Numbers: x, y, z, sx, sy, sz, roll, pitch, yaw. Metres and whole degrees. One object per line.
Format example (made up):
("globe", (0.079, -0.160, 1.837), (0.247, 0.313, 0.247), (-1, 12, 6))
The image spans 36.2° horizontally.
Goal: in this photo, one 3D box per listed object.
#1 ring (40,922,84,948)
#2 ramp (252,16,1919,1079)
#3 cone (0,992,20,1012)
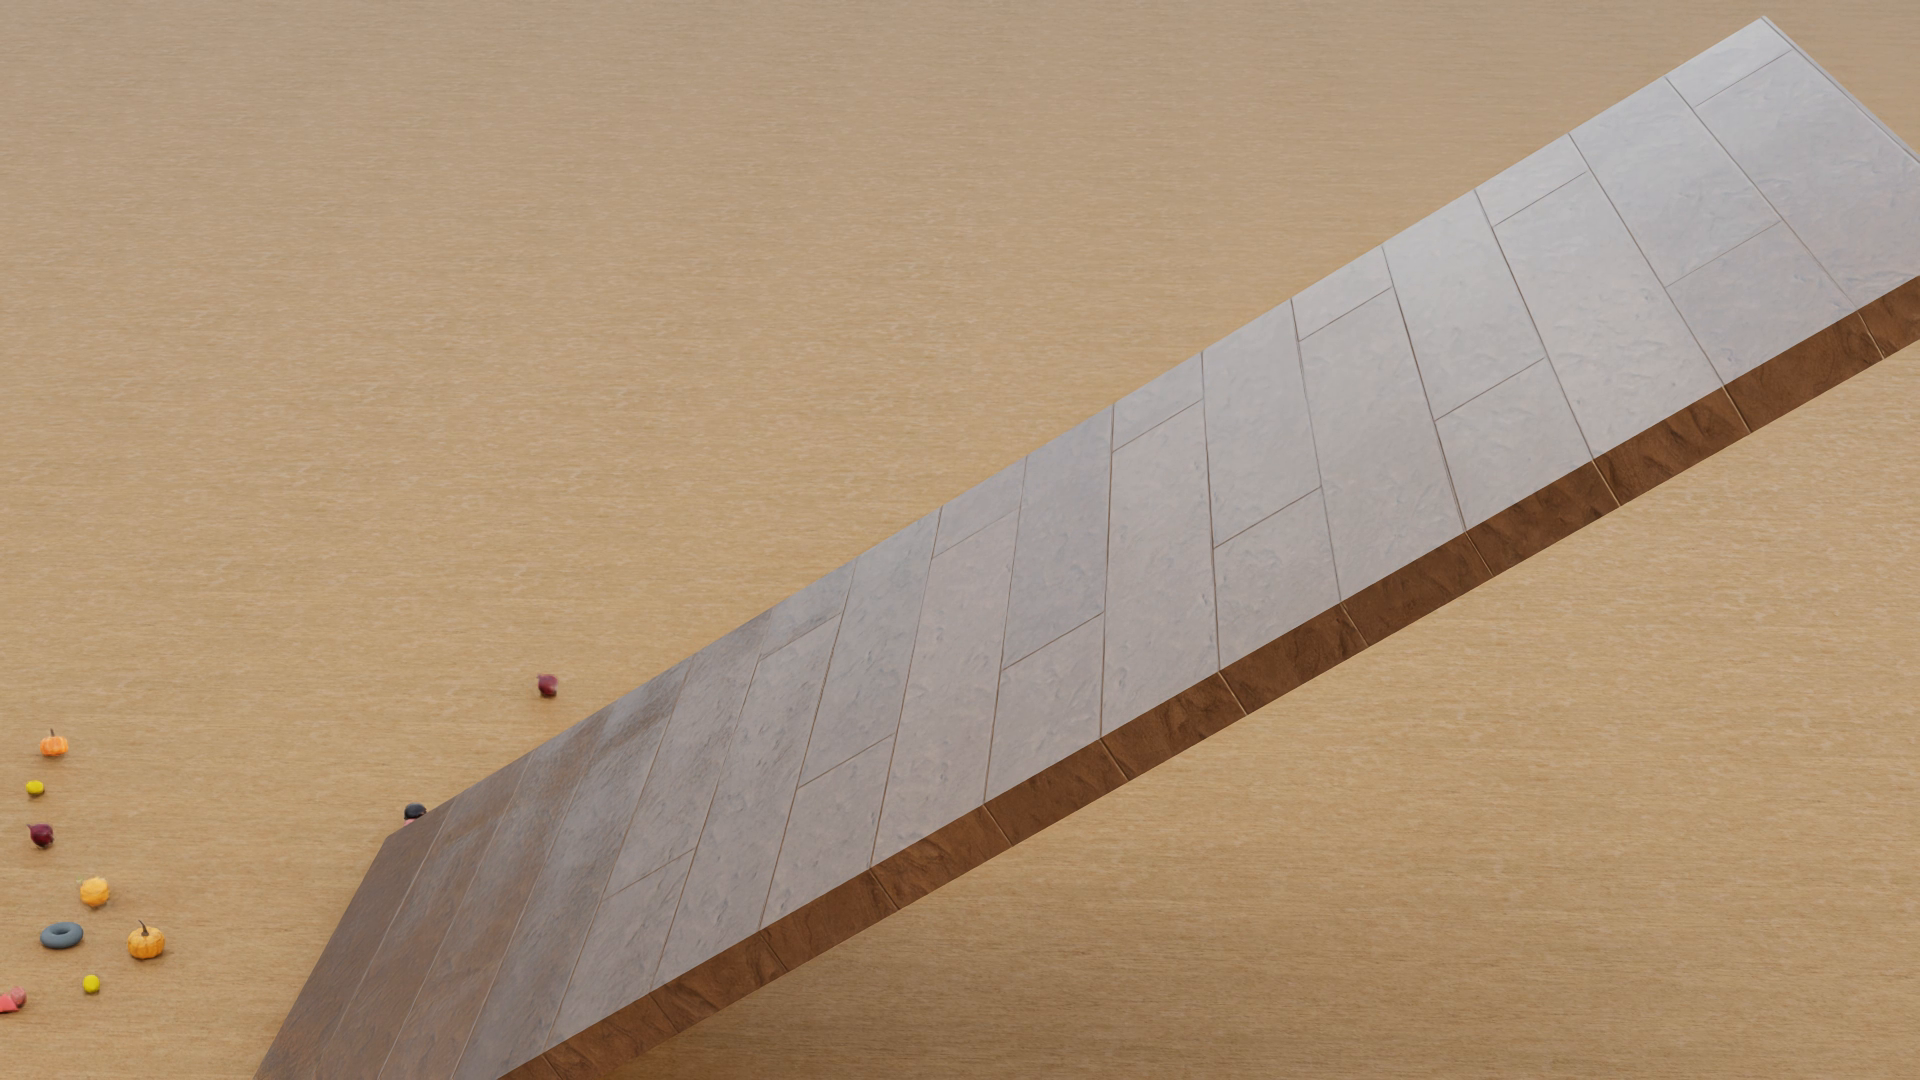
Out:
("ring", (-2.235, 0.984, 7.320), (0.104, 0.035, 0.104), (-1, 20, 0))
("ramp", (0.140, 0.170, 6.295), (4.000, 0.100, 2.000), (-31, 15, 14))
("cone", (-2.259, 1.110, 6.993), (0.052, 0.052, 0.052), (25, 18, -9))
